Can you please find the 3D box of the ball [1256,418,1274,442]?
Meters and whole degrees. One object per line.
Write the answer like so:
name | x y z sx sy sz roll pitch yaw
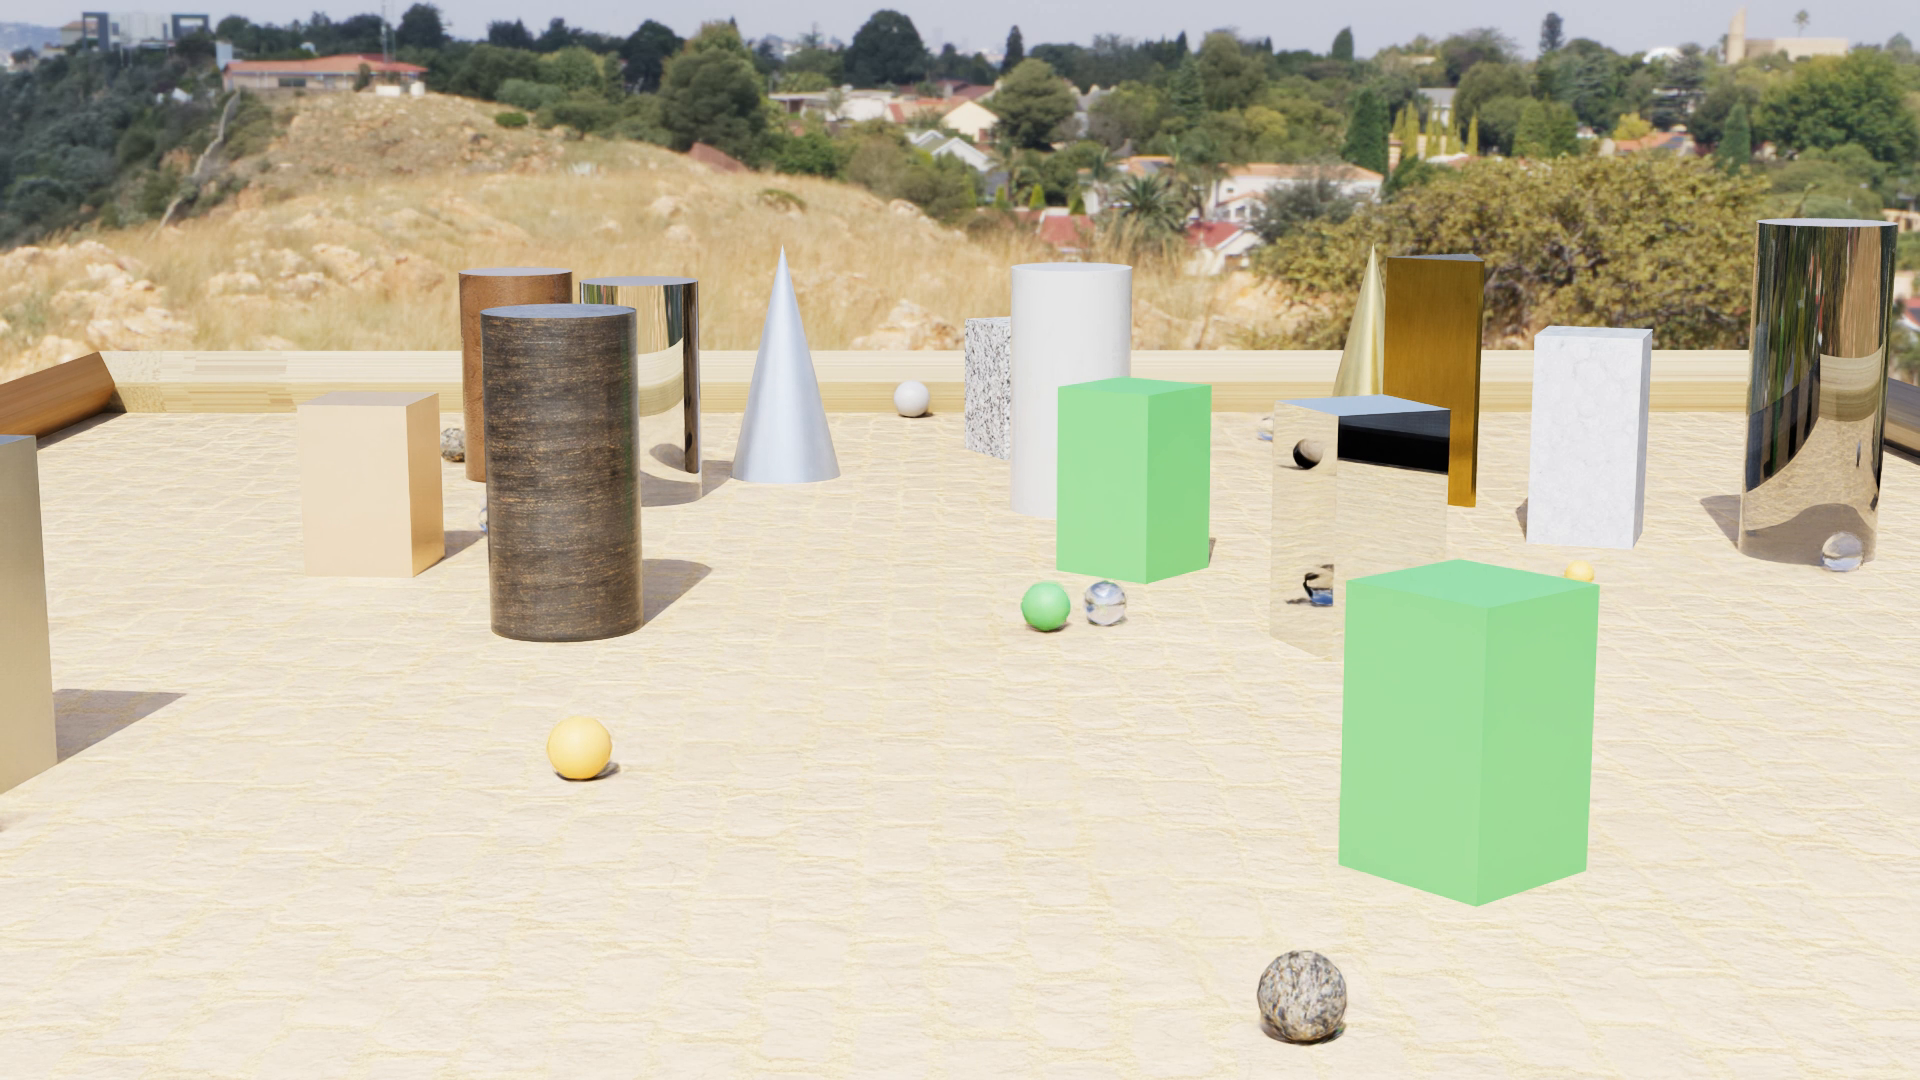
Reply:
ball | 0.607 -0.218 5.038 0.047 0.047 0.047 0 10 0

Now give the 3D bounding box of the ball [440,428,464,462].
ball | -0.941 -0.176 4.770 0.064 0.064 0.064 0 10 0

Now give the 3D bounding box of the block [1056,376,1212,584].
block | 0.253 -0.090 3.736 0.160 0.270 0.160 8 13 38

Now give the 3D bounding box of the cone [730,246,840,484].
cone | -0.315 -0.321 4.588 0.199 0.414 0.199 0 10 0

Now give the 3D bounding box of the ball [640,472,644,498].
ball | -0.566 -0.090 4.231 0.090 0.090 0.090 0 10 0

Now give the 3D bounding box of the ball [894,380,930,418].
ball | -0.100 -0.296 5.379 0.078 0.078 0.078 0 10 0

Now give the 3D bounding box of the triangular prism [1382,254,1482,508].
triangular prism | 0.829 -0.276 4.357 0.173 0.410 0.150 7 13 34

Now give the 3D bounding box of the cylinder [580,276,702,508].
cylinder | -0.540 -0.254 4.351 0.199 0.370 0.199 0 10 0

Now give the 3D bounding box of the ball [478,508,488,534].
ball | -0.731 -0.032 4.029 0.049 0.049 0.049 0 10 0

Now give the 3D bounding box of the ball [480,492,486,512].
ball | -0.749 -0.057 4.148 0.055 0.055 0.055 0 10 0

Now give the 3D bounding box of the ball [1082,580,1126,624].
ball | 0.191 0.083 3.385 0.058 0.058 0.058 0 10 0

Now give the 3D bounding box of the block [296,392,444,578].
block | -0.860 -0.083 3.757 0.160 0.249 0.160 1 11 5

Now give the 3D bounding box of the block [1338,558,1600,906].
block | 0.462 0.170 2.336 0.160 0.268 0.160 -9 14 -40

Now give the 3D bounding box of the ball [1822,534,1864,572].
ball | 1.285 0.018 3.736 0.057 0.057 0.057 0 10 0

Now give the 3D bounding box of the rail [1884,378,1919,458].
rail | 1.789 0.031 3.459 0.045 0.130 4.077 0 10 0

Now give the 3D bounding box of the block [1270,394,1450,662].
block | 0.504 -0.018 3.246 0.160 0.307 0.160 -4 11 -22

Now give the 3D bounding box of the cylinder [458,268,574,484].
cylinder | -0.789 -0.296 4.586 0.199 0.367 0.199 0 10 0

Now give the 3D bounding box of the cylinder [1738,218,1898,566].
cylinder | 1.281 -0.225 3.837 0.199 0.498 0.199 0 10 0

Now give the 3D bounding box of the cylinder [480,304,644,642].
cylinder | -0.517 -0.091 3.340 0.199 0.415 0.199 0 10 0

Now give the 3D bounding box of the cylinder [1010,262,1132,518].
cylinder | 0.183 -0.250 4.239 0.199 0.401 0.199 0 10 0

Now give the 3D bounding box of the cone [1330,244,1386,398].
cone | 0.752 -0.340 4.707 0.199 0.409 0.199 0 10 0

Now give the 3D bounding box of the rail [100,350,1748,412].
rail | -0.012 -0.333 5.430 3.626 0.130 0.045 0 10 0

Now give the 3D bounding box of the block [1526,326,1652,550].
block | 0.978 -0.162 3.984 0.160 0.321 0.160 4 11 20

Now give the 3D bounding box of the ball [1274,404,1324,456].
ball | 0.642 -0.208 4.848 0.098 0.098 0.098 0 10 0

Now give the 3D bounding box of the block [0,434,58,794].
block | -1.044 0.077 2.612 0.160 0.351 0.160 2 11 8

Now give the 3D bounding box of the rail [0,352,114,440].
rail | -1.789 0.035 3.439 0.045 0.130 4.077 0 10 0

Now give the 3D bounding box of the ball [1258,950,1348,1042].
ball | 0.259 0.345 1.941 0.068 0.068 0.068 0 10 0

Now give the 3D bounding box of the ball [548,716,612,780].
ball | -0.393 0.214 2.650 0.066 0.066 0.066 0 10 0

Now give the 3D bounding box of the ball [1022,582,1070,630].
ball | 0.112 0.087 3.347 0.064 0.064 0.064 0 10 0

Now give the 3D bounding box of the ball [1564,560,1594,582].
ball | 0.873 0.049 3.615 0.041 0.041 0.041 0 10 0

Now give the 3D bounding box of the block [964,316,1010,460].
block | 0.117 -0.293 4.884 0.160 0.251 0.160 -5 12 -27
